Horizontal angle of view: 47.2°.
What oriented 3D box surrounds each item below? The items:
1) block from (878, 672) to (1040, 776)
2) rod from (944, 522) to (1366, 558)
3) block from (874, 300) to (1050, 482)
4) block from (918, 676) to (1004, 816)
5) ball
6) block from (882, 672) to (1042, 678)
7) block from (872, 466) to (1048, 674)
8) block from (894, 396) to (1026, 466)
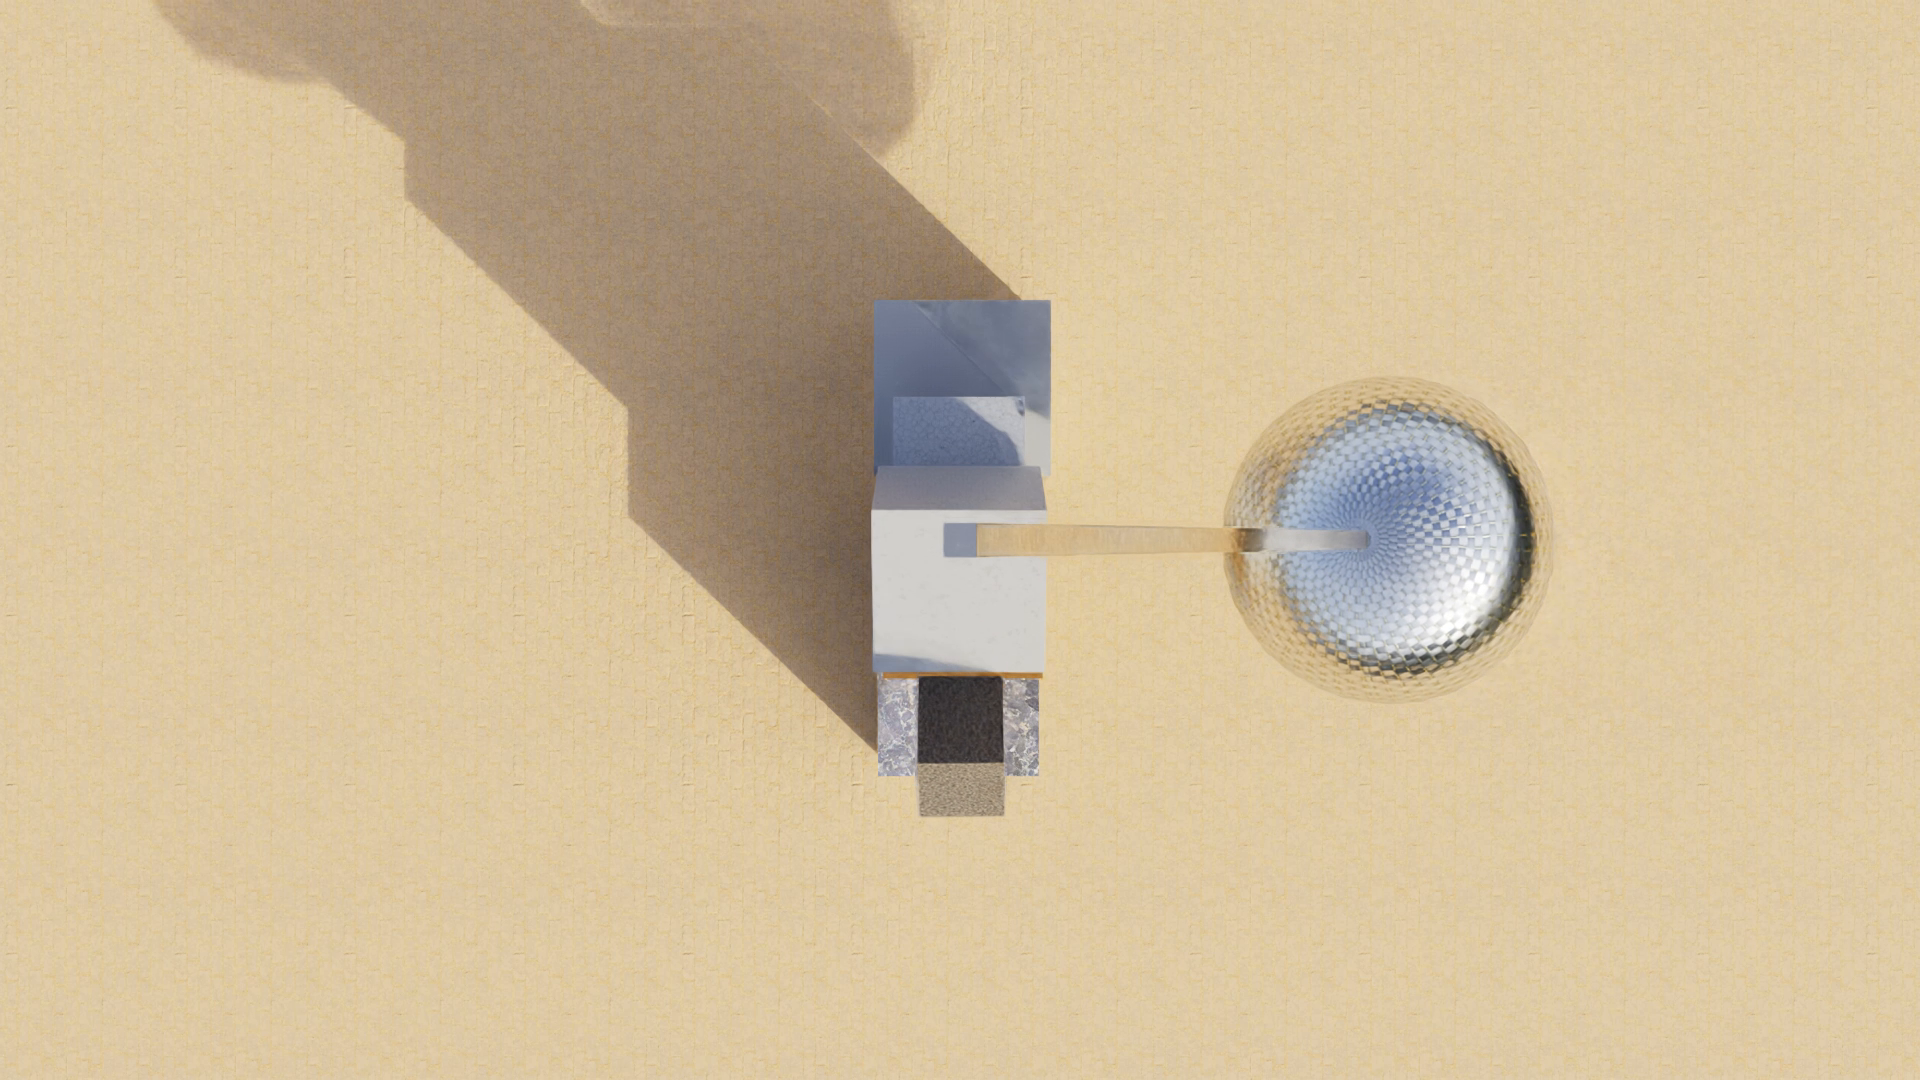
[{"bbox_3d":[-0.008,0.858,12.552,0.887,0.896,0.884,0,90,0],"label":"block"},{"bbox_3d":[0.899,0.000,7.505,0.080,5.200,0.080,0,90,20],"label":"rod"},{"bbox_3d":[0.013,-0.824,12.457,0.958,1.085,0.955,0,90,0],"label":"block"},{"bbox_3d":[0.006,0.979,10.432,0.400,0.446,0.494,-1,50,0],"label":"block"},{"bbox_3d":[2.074,0.000,10.695,1.600,1.600,1.600,0,90,0],"label":"ball"},{"bbox_3d":[0.015,0.323,11.700,0.820,0.810,0.792,0,89,0],"label":"block"},{"bbox_3d":[-0.005,0.129,10.751,0.816,0.883,0.796,0,105,0],"label":"block"},{"bbox_3d":[-0.004,-0.403,11.533,0.670,0.763,0.647,0,90,0],"label":"block"}]
